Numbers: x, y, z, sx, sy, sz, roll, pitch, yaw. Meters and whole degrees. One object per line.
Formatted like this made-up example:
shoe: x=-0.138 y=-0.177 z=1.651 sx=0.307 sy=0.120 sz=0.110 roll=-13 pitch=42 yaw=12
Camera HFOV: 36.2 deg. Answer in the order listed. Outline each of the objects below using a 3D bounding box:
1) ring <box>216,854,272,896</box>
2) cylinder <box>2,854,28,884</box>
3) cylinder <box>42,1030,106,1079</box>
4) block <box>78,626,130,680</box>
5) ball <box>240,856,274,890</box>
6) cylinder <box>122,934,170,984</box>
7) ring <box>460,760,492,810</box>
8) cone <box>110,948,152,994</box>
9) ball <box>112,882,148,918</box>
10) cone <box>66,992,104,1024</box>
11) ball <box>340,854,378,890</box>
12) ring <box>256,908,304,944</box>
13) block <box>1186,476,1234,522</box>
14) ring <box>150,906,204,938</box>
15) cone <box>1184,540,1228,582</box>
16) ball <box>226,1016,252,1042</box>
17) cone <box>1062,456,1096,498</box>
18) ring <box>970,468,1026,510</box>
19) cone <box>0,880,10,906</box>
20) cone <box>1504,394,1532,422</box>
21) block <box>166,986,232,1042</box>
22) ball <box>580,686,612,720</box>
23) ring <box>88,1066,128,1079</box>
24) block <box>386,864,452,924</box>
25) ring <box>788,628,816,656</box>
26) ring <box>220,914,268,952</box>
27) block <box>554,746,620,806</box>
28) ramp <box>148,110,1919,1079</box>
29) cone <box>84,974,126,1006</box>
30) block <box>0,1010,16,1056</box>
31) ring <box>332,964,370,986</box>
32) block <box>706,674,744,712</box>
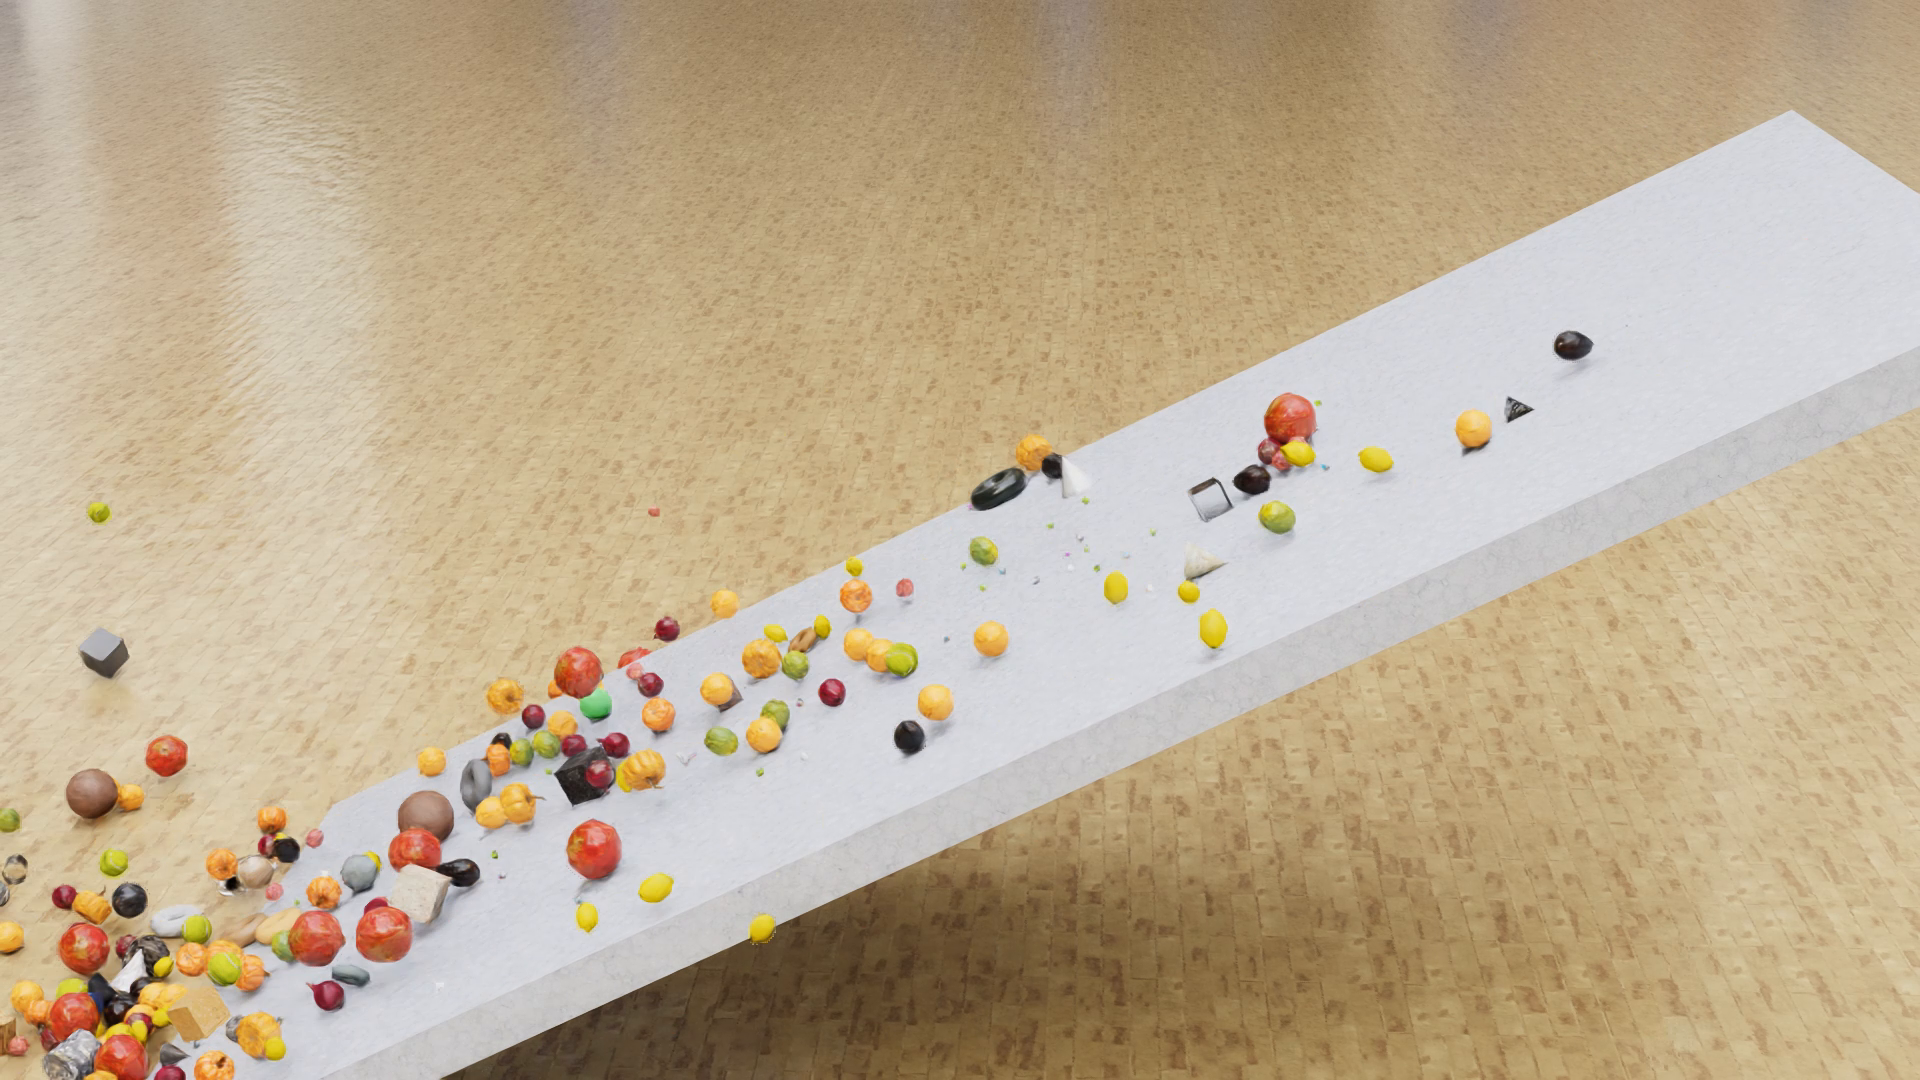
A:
ring: x=-1.767 y=0.827 z=7.261 sx=0.146 sy=0.049 sz=0.146 roll=-19 pitch=21 yaw=7
cylinder: x=-2.350 y=0.820 z=7.316 sx=0.057 sy=0.057 sz=0.057 roll=-4 pitch=18 yaw=-12
cylinder: x=-1.887 y=1.108 z=6.270 sx=0.092 sy=0.092 sz=0.092 roll=9 pitch=31 yaw=27
block: x=-2.549 y=0.336 z=8.760 sx=0.094 sy=0.094 sz=0.094 roll=26 pitch=58 yaw=18
ball: x=-1.704 y=0.806 z=7.123 sx=0.081 sy=0.081 sz=0.081 roll=0 pitch=17 yaw=0
cylinder: x=-1.872 y=0.965 z=6.760 sx=0.092 sy=0.092 sz=0.092 roll=-1 pitch=12 yaw=-5
ring: x=-1.123 y=0.568 z=6.824 sx=0.041 sy=0.123 sz=0.123 roll=-11 pitch=20 yaw=-30
cone: x=-1.872 y=0.974 z=6.680 sx=0.096 sy=0.096 sz=0.096 roll=14 pitch=-4 yaw=1
ball: x=-1.979 y=0.860 z=7.009 sx=0.084 sy=0.084 sz=0.084 roll=0 pitch=17 yaw=0
cone: x=-1.964 y=1.030 z=6.559 sx=0.078 sy=0.078 sz=0.078 roll=19 pitch=23 yaw=21
ball: x=-1.358 y=0.751 z=6.647 sx=0.082 sy=0.082 sz=0.082 roll=0 pitch=17 yaw=0
ring: x=-1.536 y=0.872 z=6.645 sx=0.117 sy=0.039 sz=0.117 roll=-26 pitch=15 yaw=7
block: x=0.520 y=-0.084 z=6.118 sx=0.064 sy=0.064 sz=0.064 roll=-29 pitch=14 yaw=-3
ring: x=-1.874 y=0.912 z=7.040 sx=0.125 sy=0.042 sz=0.125 roll=-4 pitch=18 yaw=1
cone: x=0.486 y=0.043 z=5.775 sx=0.082 sy=0.082 sz=0.082 roll=2 pitch=17 yaw=8
ball: x=-1.477 y=1.001 z=6.023 sx=0.054 sy=0.054 sz=0.054 roll=0 pitch=17 yaw=0
cone: x=0.257 y=-0.158 z=6.845 sx=0.089 sy=0.089 sz=0.089 roll=-26 pitch=14 yaw=7
ring: x=0.092 y=-0.124 z=7.120 sx=0.149 sy=0.050 sz=0.149 roll=-30 pitch=13 yaw=8
cone: x=-2.359 y=0.874 z=7.090 sx=0.097 sy=0.097 sz=0.097 roll=3 pitch=29 yaw=10
cone: x=1.091 y=-0.254 z=5.722 sx=0.054 sy=0.054 sz=0.054 roll=5 pitch=17 yaw=-3
block: x=-1.610 y=1.002 z=6.221 sx=0.080 sy=0.080 sz=0.080 roll=-16 pitch=18 yaw=39
ball: x=-0.872 y=0.391 z=7.037 sx=0.078 sy=0.078 sz=0.078 roll=0 pitch=17 yaw=0
ring: x=-1.806 y=1.150 z=6.187 sx=0.120 sy=0.040 sz=0.120 roll=-23 pitch=13 yaw=6
block: x=-1.120 y=0.732 z=6.090 sx=0.091 sy=0.091 sz=0.091 roll=19 pitch=1 yaw=3
ring: x=-0.359 y=0.233 z=6.702 sx=0.080 sy=0.027 sz=0.080 roll=-40 pitch=20 yaw=18
ring: x=-1.638 y=0.899 z=6.734 sx=0.127 sy=0.042 sz=0.127 roll=-26 pitch=12 yaw=6
block: x=-0.820 y=0.518 z=6.458 sx=0.085 sy=0.085 sz=0.085 roll=-19 pitch=16 yaw=31
ramp: x=0.139 y=0.168 z=6.281 sx=4.000 sy=0.100 sz=2.000 roll=-25 pitch=14 yaw=10
cone: x=-1.913 y=1.027 z=6.614 sx=0.085 sy=0.085 sz=0.085 roll=15 pitch=19 yaw=9
block: x=-2.116 y=1.076 z=6.408 sx=0.080 sy=0.080 sz=0.080 roll=22 pitch=26 yaw=30
ring: x=-1.236 y=0.882 z=5.963 sx=0.079 sy=0.026 sz=0.079 roll=8 pitch=-23 yaw=3
block: x=-0.528 y=0.344 z=6.589 sx=0.058 sy=0.058 sz=0.058 roll=-30 pitch=14 yaw=-8
